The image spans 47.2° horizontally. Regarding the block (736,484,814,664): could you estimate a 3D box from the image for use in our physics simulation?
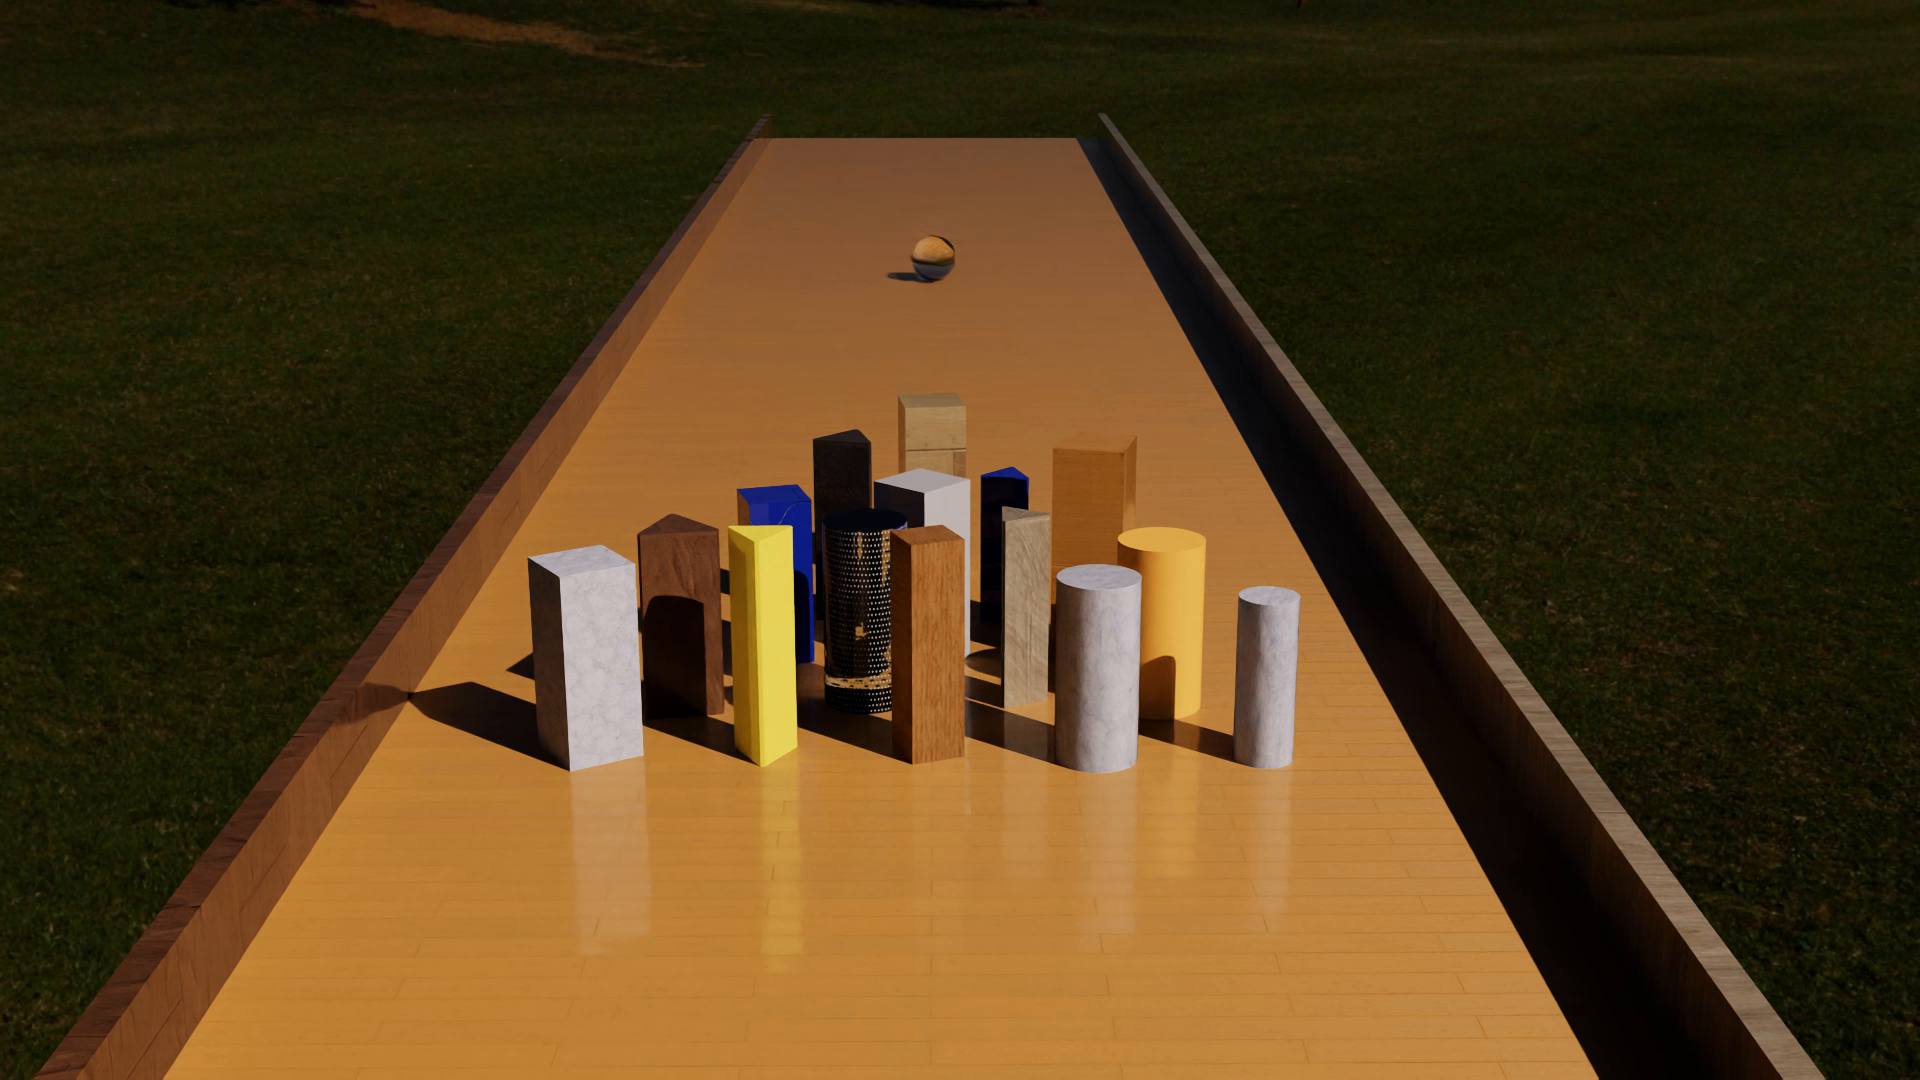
[{"bbox_3d":[-0.368,0.071,4.397,0.123,0.337,0.123,-5,17,-16],"label":"block"}]

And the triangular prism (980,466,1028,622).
[{"bbox_3d":[0.101,0.010,4.634,0.099,0.319,0.086,3,17,11],"label":"triangular prism"}]

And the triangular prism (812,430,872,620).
[{"bbox_3d":[-0.231,-0.030,4.638,0.124,0.393,0.107,4,17,14],"label":"triangular prism"}]

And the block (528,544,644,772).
[{"bbox_3d":[-0.664,0.207,3.902,0.141,0.358,0.141,-11,20,-32],"label":"block"}]

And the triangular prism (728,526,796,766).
[{"bbox_3d":[-0.336,0.181,3.891,0.096,0.415,0.111,-10,19,-30],"label":"triangular prism"}]

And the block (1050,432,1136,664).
[{"bbox_3d":[0.266,0.019,4.387,0.141,0.443,0.141,4,17,14],"label":"block"}]

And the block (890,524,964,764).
[{"bbox_3d":[-0.057,0.185,3.894,0.100,0.405,0.100,-7,18,-22],"label":"block"}]

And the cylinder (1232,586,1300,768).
[{"bbox_3d":[0.540,0.242,3.880,0.107,0.303,0.107,0,17,0],"label":"cylinder"}]

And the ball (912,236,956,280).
[{"bbox_3d":[-0.104,-1.110,8.651,0.175,0.175,0.175,0,17,0],"label":"ball"}]

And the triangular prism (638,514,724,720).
[{"bbox_3d":[-0.528,0.140,4.125,0.146,0.359,0.126,-4,17,-12],"label":"triangular prism"}]

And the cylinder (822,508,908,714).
[{"bbox_3d":[-0.178,0.133,4.154,0.160,0.356,0.160,0,17,0],"label":"cylinder"}]

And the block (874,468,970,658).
[{"bbox_3d":[-0.075,0.059,4.379,0.135,0.369,0.135,14,22,39],"label":"block"}]

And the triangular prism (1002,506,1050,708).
[{"bbox_3d":[0.103,0.124,4.163,0.100,0.368,0.087,-9,19,-28],"label":"triangular prism"}]

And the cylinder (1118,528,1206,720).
[{"bbox_3d":[0.375,0.155,4.132,0.164,0.326,0.164,0,17,0],"label":"cylinder"}]

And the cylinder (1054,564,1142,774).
[{"bbox_3d":[0.242,0.226,3.876,0.149,0.338,0.149,0,17,0],"label":"cylinder"}]

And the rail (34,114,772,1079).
[{"bbox_3d":[-1.118,-0.838,7.780,0.050,0.150,12.000,0,17,-1],"label":"rail"}]

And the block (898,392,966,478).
[{"bbox_3d":[-0.062,-0.110,4.880,0.133,0.409,0.133,-2,17,-8],"label":"block"}]

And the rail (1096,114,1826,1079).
[{"bbox_3d":[0.932,-0.844,7.801,0.050,0.150,12.000,0,17,-1],"label":"rail"}]
